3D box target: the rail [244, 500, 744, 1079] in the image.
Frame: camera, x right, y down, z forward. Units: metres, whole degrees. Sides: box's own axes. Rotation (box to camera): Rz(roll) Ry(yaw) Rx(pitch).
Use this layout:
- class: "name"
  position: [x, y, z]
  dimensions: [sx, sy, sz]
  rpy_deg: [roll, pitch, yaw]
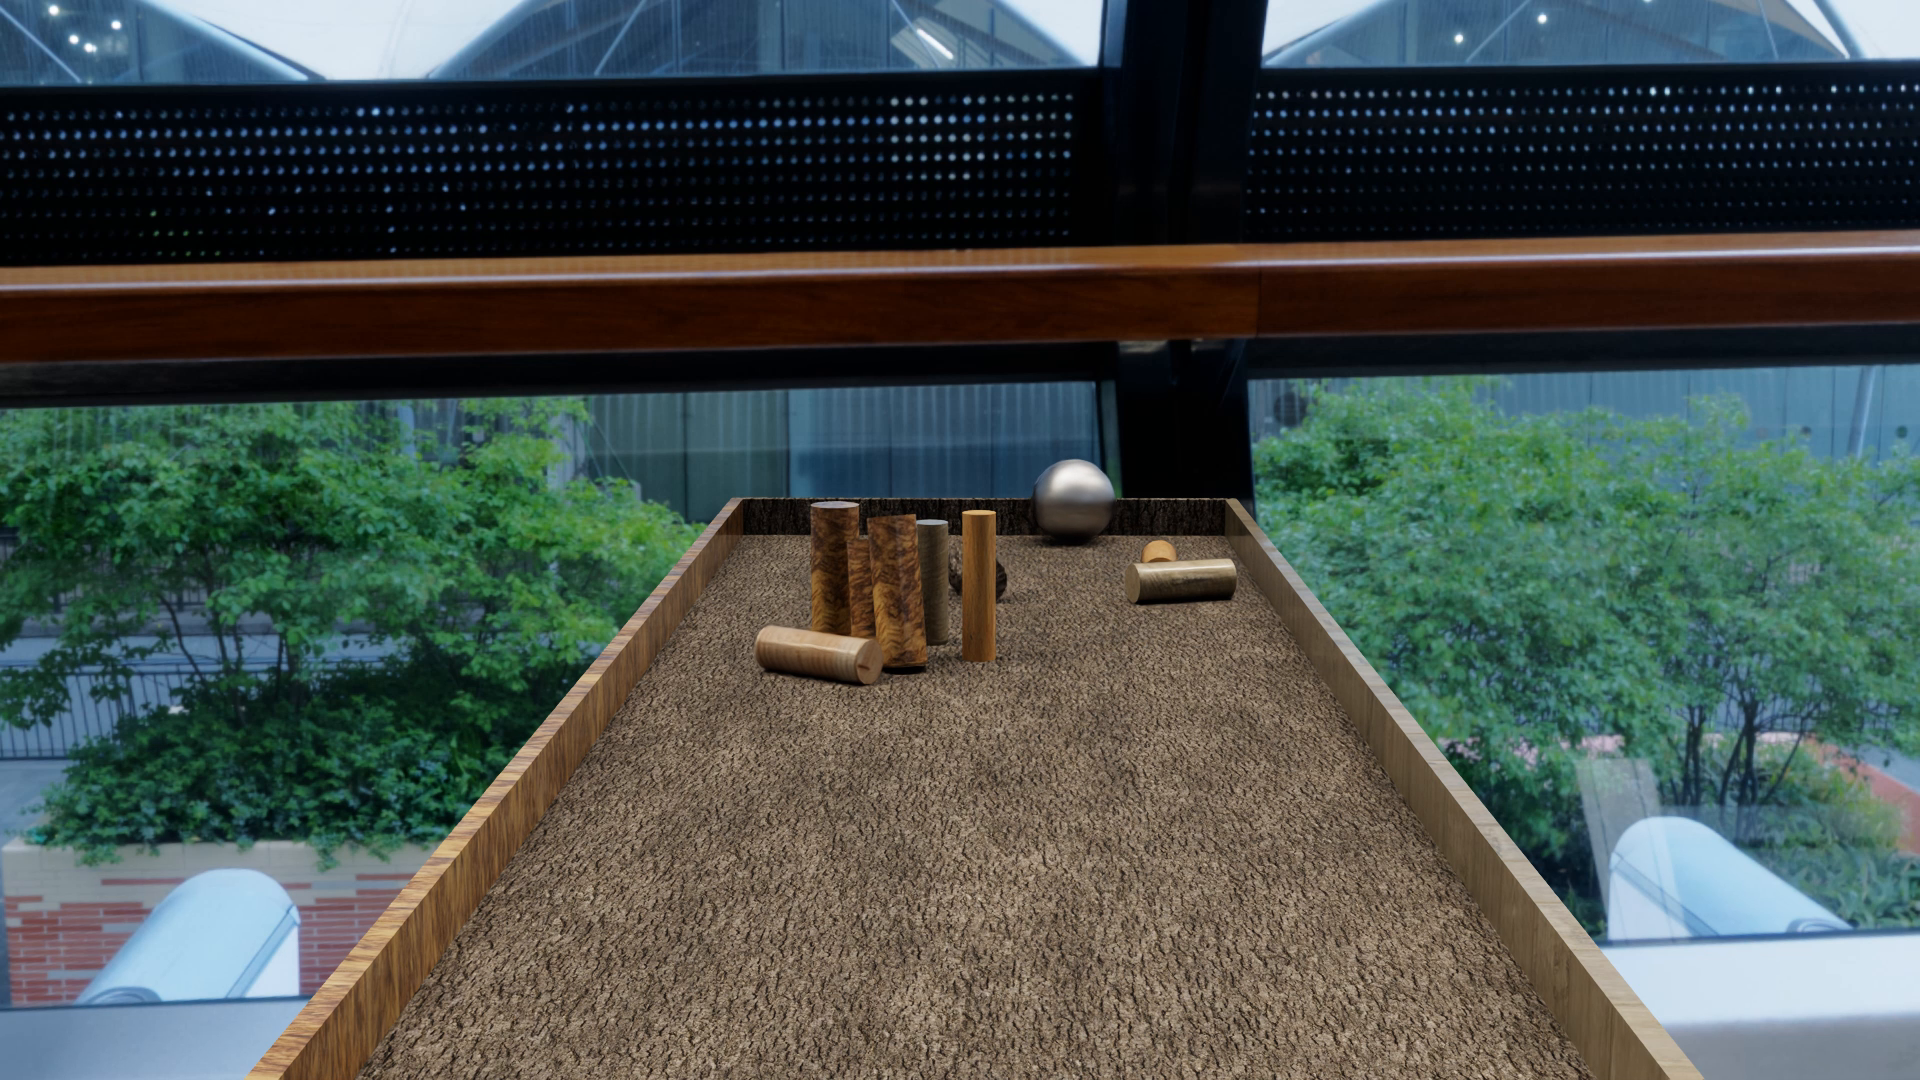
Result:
- class: "rail"
  position: [-1.004, 0.839, 3.234]
  dimensions: [0.050, 0.150, 12.000]
  rpy_deg: [0, 9, 1]

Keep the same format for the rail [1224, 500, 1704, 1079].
- class: "rail"
  position: [1.046, 0.843, 3.208]
  dimensions: [0.050, 0.150, 12.000]
  rpy_deg: [0, 9, 1]

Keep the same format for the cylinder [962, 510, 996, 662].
- class: "cylinder"
  position: [0.058, 0.139, 6.692]
  dimensions: [0.102, 0.450, 0.102]
  rpy_deg: [0, 9, 0]

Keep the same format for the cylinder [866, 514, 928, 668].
- class: "cylinder"
  position: [-0.187, 0.152, 6.561]
  dimensions: [0.148, 0.448, 0.148]
  rpy_deg: [-5, 0, 0]

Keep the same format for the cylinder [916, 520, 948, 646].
- class: "cylinder"
  position: [-0.093, 0.134, 6.935]
  dimensions: [0.111, 0.384, 0.111]
  rpy_deg: [0, 9, 0]

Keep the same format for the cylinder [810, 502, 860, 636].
- class: "cylinder"
  position: [-0.393, 0.107, 6.927]
  dimensions: [0.153, 0.440, 0.153]
  rpy_deg: [0, 9, 0]

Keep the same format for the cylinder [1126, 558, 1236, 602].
- class: "cylinder"
  position: [0.772, 0.141, 7.684]
  dimensions: [0.364, 0.137, 0.137]
  rpy_deg: [-3, 9, -18]

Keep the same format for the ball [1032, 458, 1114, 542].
- class: "ball"
  position: [0.459, -0.160, 8.937]
  dimensions: [0.339, 0.339, 0.339]
  rpy_deg: [0, 9, 0]

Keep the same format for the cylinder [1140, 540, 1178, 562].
- class: "cylinder"
  position: [0.722, 0.099, 7.949]
  dimensions: [0.137, 0.137, 0.383]
  rpy_deg: [1, 9, 5]

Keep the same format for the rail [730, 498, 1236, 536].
- class: "rail"
  position: [0.099, -0.098, 9.147]
  dimensions: [2.100, 0.150, 0.050]
  rpy_deg: [0, 9, 1]

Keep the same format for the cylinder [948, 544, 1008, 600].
- class: "cylinder"
  position: [0.049, 0.118, 7.750]
  dimensions: [0.162, 0.162, 0.311]
  rpy_deg: [-2, 9, -13]

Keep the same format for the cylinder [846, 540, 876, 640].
- class: "cylinder"
  position: [-0.260, 0.176, 6.692]
  dimensions: [0.154, 0.357, 0.154]
  rpy_deg: [-3, -1, 0]

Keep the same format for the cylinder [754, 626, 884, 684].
- class: "cylinder"
  position: [-0.416, 0.336, 6.468]
  dimensions: [0.378, 0.130, 0.130]
  rpy_deg: [6, 11, 34]
